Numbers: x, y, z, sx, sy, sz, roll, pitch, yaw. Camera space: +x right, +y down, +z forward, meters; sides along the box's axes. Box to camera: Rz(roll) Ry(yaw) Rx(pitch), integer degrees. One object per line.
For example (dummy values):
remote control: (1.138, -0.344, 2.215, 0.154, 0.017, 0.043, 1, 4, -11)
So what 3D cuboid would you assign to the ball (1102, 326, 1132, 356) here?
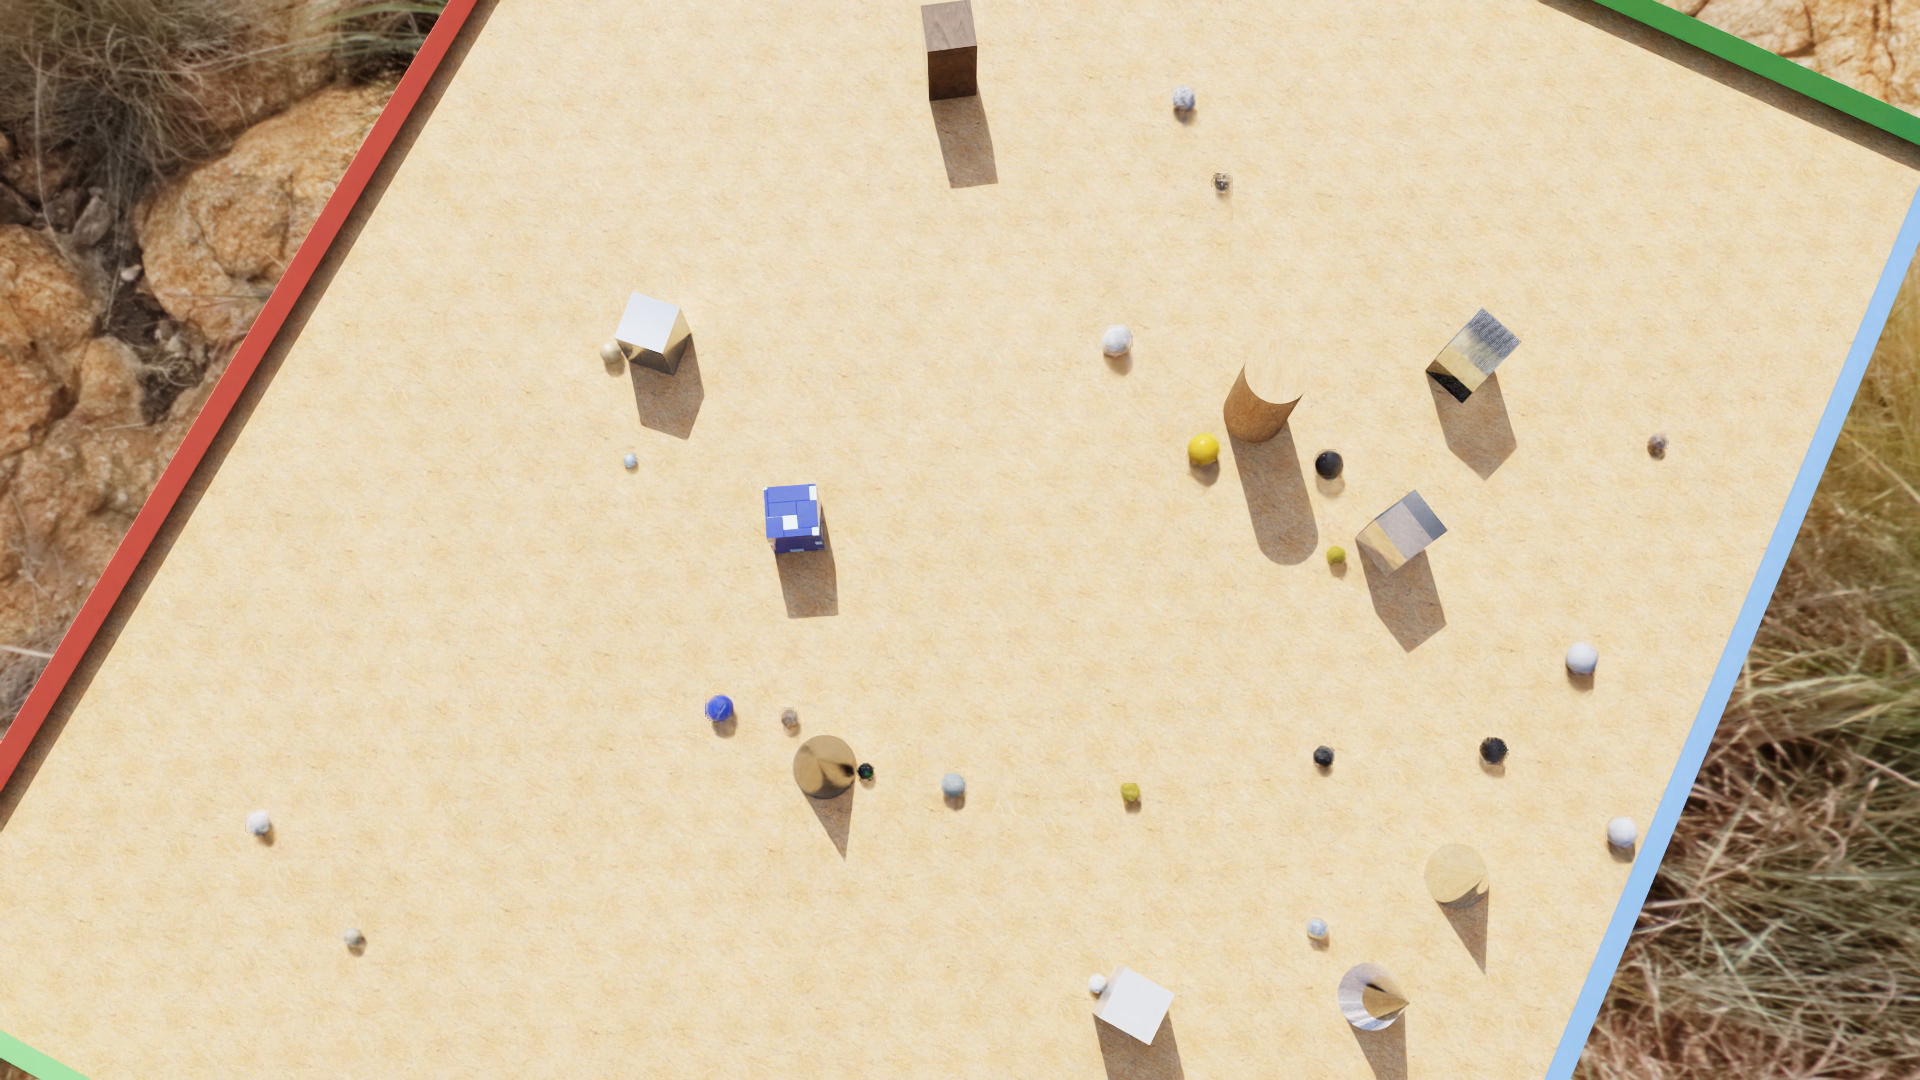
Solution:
ball: (0.486, -0.617, 5.697, 0.093, 0.093, 0.093, 0, 78, 0)

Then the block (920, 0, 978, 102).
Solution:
block: (-0.034, -1.535, 5.758, 0.154, 0.345, 0.154, -8, 78, -2)

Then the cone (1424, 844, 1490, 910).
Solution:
cone: (1.467, 0.959, 5.248, 0.193, 0.333, 0.193, 0, 78, 0)

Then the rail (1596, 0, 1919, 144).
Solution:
rail: (1.133, -2.213, 6.009, 4.480, 0.125, 0.045, 26, 80, 5)

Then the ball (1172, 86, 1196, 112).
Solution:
ball: (0.718, -1.412, 5.870, 0.076, 0.076, 0.076, 0, 78, 0)

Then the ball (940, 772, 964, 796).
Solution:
ball: (-0.021, 0.724, 5.430, 0.072, 0.072, 0.072, 0, 78, 0)

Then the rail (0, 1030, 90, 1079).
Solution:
rail: (-1.133, 2.226, 5.091, 4.480, 0.125, 0.045, 26, 80, 5)

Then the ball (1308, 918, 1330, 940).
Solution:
ball: (1.047, 1.134, 5.350, 0.063, 0.063, 0.063, 0, 78, 0)

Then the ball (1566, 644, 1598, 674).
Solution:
ball: (1.865, 0.357, 5.496, 0.091, 0.091, 0.091, 0, 78, 0)

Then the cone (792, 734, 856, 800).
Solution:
cone: (-0.404, 0.646, 5.318, 0.193, 0.323, 0.193, 0, 78, 0)

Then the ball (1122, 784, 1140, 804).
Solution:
ball: (0.507, 0.753, 5.432, 0.057, 0.057, 0.057, 0, 78, 0)

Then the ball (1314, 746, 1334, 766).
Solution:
ball: (1.082, 0.641, 5.454, 0.058, 0.058, 0.058, 0, 78, 0)

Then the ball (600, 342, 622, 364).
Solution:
ball: (-1.088, -0.585, 5.703, 0.068, 0.068, 0.068, 0, 78, 0)

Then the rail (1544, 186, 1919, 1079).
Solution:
rail: (1.982, 0.977, 5.349, 0.045, 0.125, 5.115, 26, 80, 5)

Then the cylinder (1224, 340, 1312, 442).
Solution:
cylinder: (0.914, -0.440, 5.482, 0.193, 0.441, 0.193, 0, 78, 0)

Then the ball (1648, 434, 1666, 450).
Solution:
ball: (2.151, -0.302, 5.652, 0.053, 0.053, 0.053, 0, 78, 0)

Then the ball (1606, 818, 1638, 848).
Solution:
ball: (1.949, 0.862, 5.395, 0.084, 0.084, 0.084, 0, 78, 0)

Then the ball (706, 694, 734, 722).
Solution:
ball: (-0.715, 0.501, 5.471, 0.082, 0.082, 0.082, 0, 78, 0)

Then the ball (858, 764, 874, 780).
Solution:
ball: (-0.280, 0.689, 5.448, 0.050, 0.050, 0.050, 0, 78, 0)

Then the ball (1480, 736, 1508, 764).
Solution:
ball: (1.585, 0.623, 5.447, 0.079, 0.079, 0.079, 0, 78, 0)

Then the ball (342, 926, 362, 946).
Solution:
ball: (-1.773, 1.156, 5.349, 0.056, 0.056, 0.056, 0, 78, 0)

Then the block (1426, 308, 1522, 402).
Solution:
block: (1.561, -0.560, 5.587, 0.154, 0.285, 0.154, 44, 82, 8)

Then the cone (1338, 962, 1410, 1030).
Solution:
cone: (1.198, 1.282, 5.108, 0.193, 0.476, 0.193, 0, 78, 0)

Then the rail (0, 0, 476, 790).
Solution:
rail: (-1.982, -0.964, 5.751, 0.045, 0.125, 5.115, 26, 80, 5)

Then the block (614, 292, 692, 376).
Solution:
block: (-0.940, -0.630, 5.626, 0.154, 0.238, 0.154, 18, 79, 4)

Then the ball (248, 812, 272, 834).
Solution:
ball: (-2.069, 0.836, 5.410, 0.066, 0.066, 0.066, 0, 78, 0)

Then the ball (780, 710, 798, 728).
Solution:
ball: (-0.510, 0.532, 5.479, 0.054, 0.054, 0.054, 0, 78, 0)

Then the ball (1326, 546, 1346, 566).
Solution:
ball: (1.147, 0.047, 5.576, 0.060, 0.060, 0.060, 0, 78, 0)

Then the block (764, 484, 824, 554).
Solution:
block: (-0.498, -0.062, 5.511, 0.154, 0.231, 0.154, -4, 78, -1)

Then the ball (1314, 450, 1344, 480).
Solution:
ball: (1.133, -0.229, 5.618, 0.090, 0.090, 0.090, 0, 78, 0)

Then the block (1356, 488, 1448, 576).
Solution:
block: (1.317, -0.017, 5.483, 0.154, 0.269, 0.154, -35, 80, -7)

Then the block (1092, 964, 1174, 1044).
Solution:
block: (0.488, 1.313, 5.191, 0.154, 0.302, 0.154, 28, 80, 5)

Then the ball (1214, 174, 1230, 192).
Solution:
ball: (0.834, -1.134, 5.824, 0.052, 0.052, 0.052, 0, 78, 0)

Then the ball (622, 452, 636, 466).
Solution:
ball: (-1.018, -0.248, 5.646, 0.043, 0.043, 0.043, 0, 78, 0)

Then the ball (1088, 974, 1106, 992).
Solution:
ball: (0.399, 1.288, 5.323, 0.052, 0.052, 0.052, 0, 78, 0)

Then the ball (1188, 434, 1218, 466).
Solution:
ball: (0.746, -0.277, 5.625, 0.096, 0.096, 0.096, 0, 78, 0)
